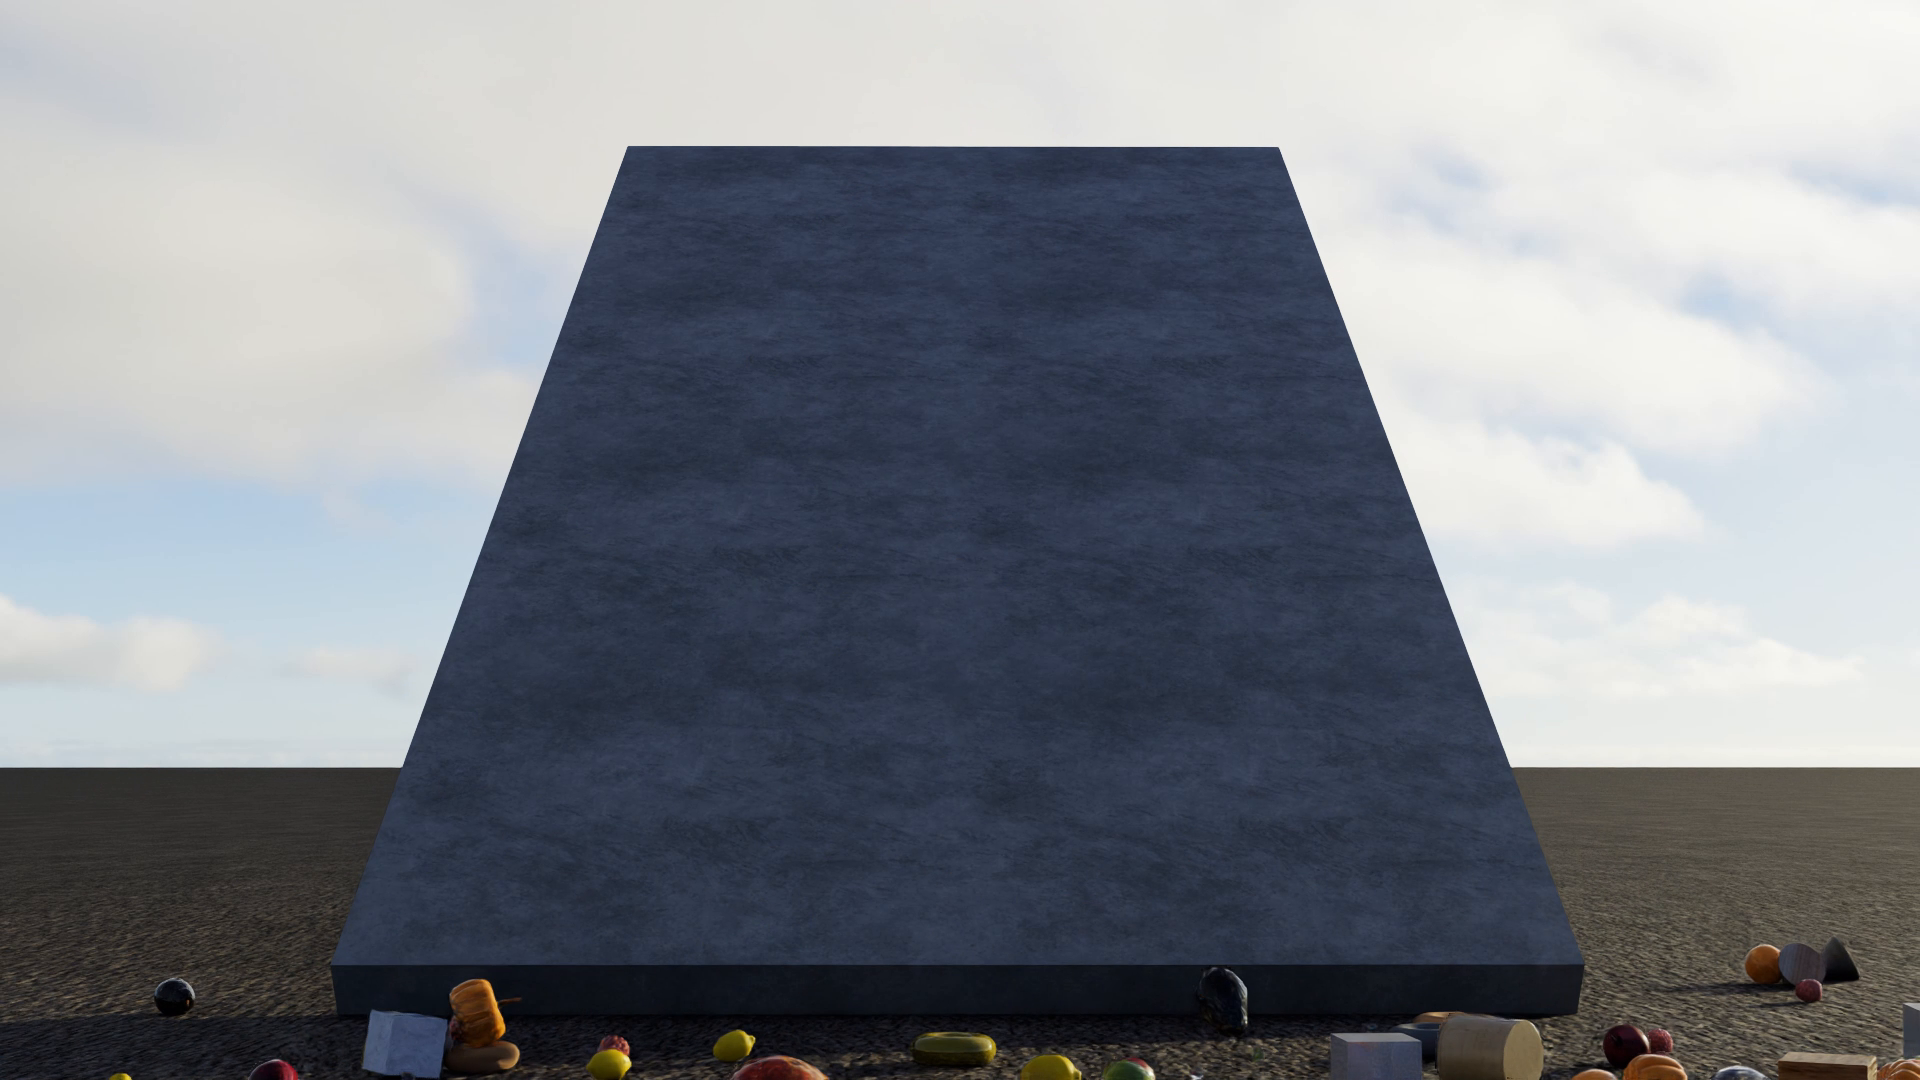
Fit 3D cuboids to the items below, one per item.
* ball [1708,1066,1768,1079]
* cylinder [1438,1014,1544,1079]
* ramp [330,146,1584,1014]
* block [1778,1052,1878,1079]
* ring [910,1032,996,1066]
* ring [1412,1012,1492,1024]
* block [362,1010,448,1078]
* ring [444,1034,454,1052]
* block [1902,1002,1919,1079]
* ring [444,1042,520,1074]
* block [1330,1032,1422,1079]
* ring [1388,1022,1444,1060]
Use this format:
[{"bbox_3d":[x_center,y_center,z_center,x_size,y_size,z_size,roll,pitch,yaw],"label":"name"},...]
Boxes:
[{"bbox_3d":[0.837,0.605,2.561,0.081,0.081,0.081,0,-5,0],"label":"ball"},{"bbox_3d":[0.652,0.634,2.937,0.093,0.093,0.093,-5,-7,44],"label":"cylinder"},{"bbox_3d":[-0.012,-0.222,5.594,2.000,0.100,4.000,0,28,0],"label":"ramp"},{"bbox_3d":[0.931,0.601,2.557,0.090,0.090,0.090,-3,-6,26],"label":"block"},{"bbox_3d":[-0.009,0.688,3.229,0.117,0.039,0.117,0,-7,0],"label":"ring"},{"bbox_3d":[0.714,0.704,3.428,0.134,0.045,0.134,1,-6,0],"label":"ring"},{"bbox_3d":[-0.718,0.652,3.090,0.075,0.075,0.075,14,-12,-35],"label":"block"},{"bbox_3d":[-0.750,0.706,3.347,0.078,0.026,0.078,-1,-6,0],"label":"ring"},{"bbox_3d":[1.244,0.636,2.989,0.100,0.100,0.100,-1,-5,10],"label":"block"},{"bbox_3d":[-0.631,0.684,3.153,0.098,0.033,0.098,-4,-4,0],"label":"ring"},{"bbox_3d":[0.485,0.623,2.782,0.086,0.086,0.086,0,-5,-4],"label":"block"},{"bbox_3d":[0.652,0.696,3.318,0.122,0.041,0.122,-1,-5,0],"label":"ring"}]
